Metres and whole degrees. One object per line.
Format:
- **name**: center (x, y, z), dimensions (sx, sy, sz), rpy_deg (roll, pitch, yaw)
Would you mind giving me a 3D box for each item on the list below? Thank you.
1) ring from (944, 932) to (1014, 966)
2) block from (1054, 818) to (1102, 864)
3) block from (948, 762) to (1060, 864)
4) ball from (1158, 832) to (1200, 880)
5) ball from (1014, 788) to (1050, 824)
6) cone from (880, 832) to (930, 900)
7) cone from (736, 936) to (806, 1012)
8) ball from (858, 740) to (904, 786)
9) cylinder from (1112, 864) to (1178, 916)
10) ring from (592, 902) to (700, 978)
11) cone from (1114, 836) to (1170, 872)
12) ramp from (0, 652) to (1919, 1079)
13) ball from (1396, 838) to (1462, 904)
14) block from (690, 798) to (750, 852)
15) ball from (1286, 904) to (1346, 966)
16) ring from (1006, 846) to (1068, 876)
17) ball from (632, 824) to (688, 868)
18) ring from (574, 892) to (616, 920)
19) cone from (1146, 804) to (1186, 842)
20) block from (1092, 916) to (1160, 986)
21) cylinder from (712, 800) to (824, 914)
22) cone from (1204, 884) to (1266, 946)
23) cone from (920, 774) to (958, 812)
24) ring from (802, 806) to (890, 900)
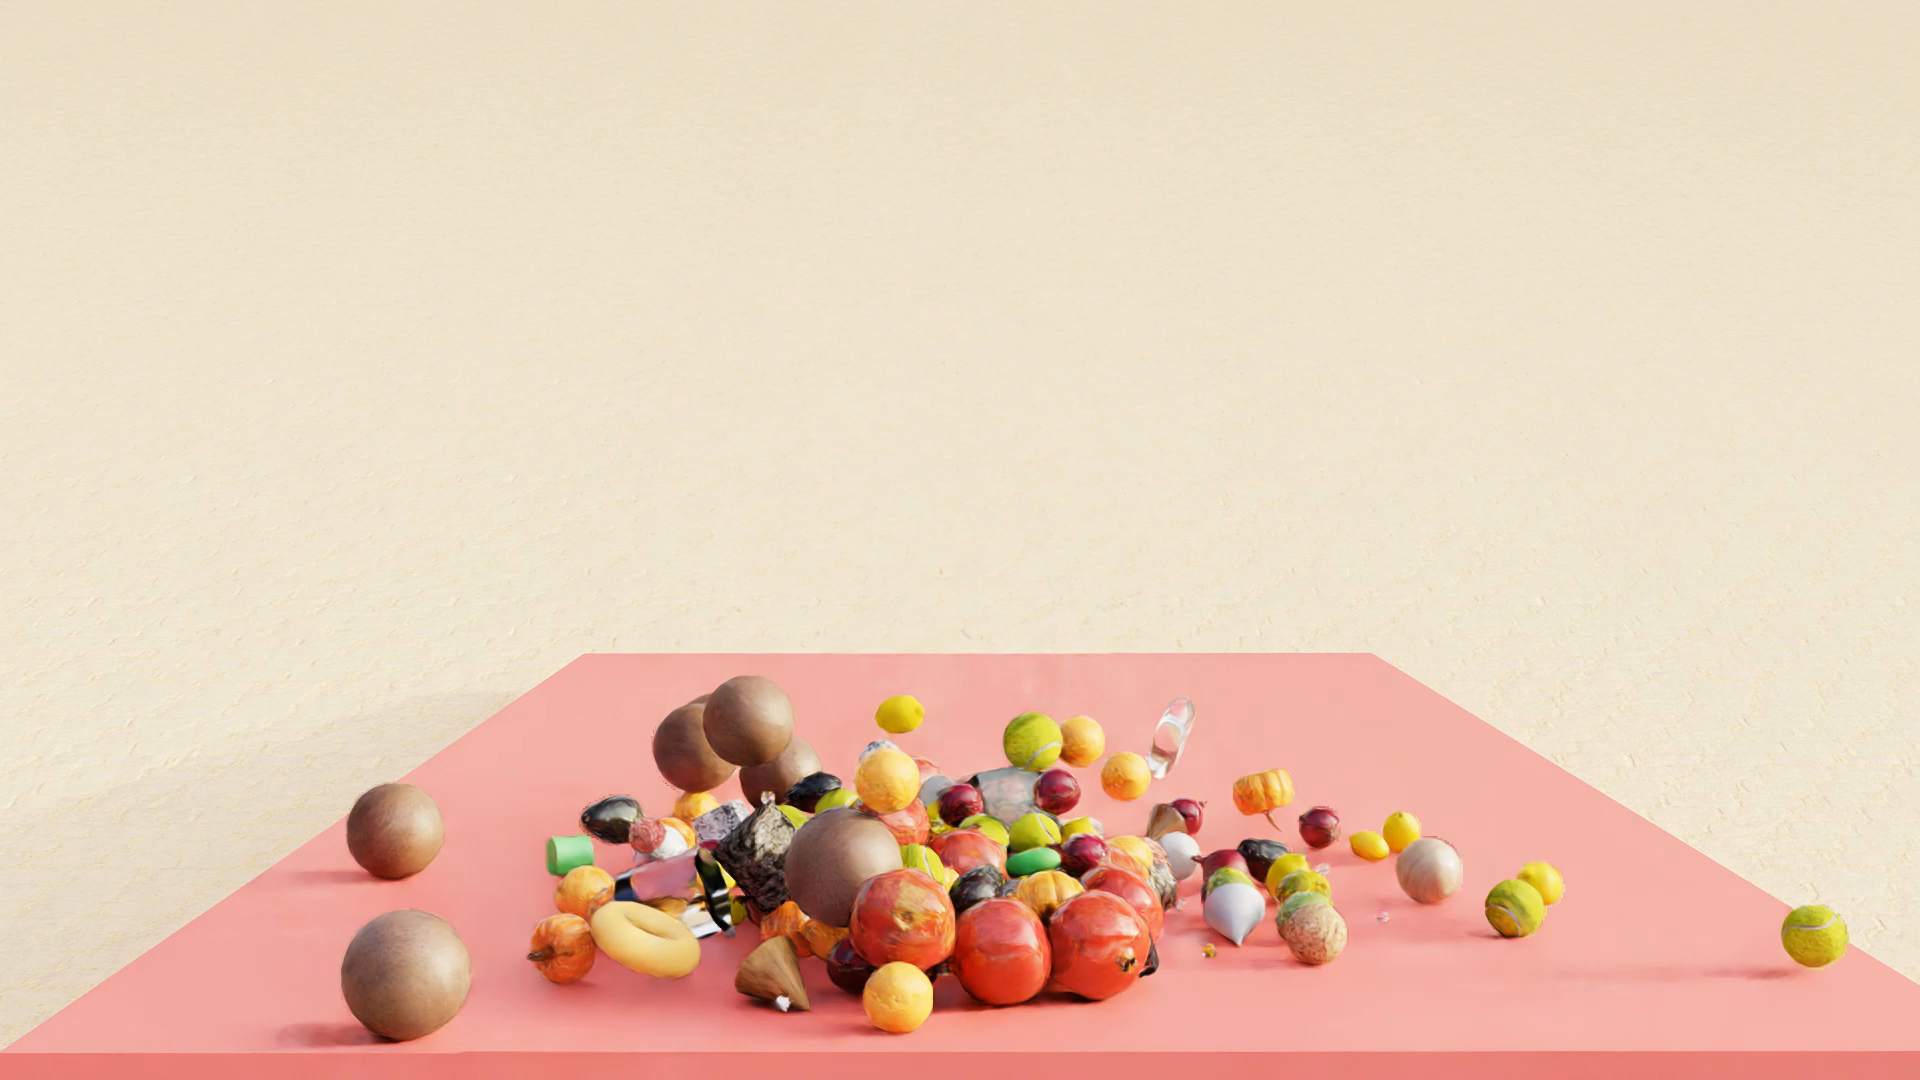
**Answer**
- **ring**: center (0.022, 0.469, 2.948), dimensions (0.079, 0.026, 0.079), rpy_deg (-1, 3, 0)
- **block**: center (0.165, 0.420, 3.582), dimensions (0.055, 0.055, 0.055), rpy_deg (-1, 3, -12)
- **block**: center (0.061, 0.377, 3.555), dimensions (0.099, 0.099, 0.099), rpy_deg (-8, -21, -29)
- **ball**: center (0.289, 0.423, 3.434), dimensions (0.065, 0.065, 0.065), rpy_deg (0, 21, 0)
- **ball**: center (0.109, 0.403, 3.888), dimensions (0.055, 0.055, 0.055), rpy_deg (0, 21, 0)
- **cone**: center (-0.084, 0.441, 3.339), dimensions (0.089, 0.089, 0.089), rpy_deg (0, 30, 1)
- **cone**: center (-0.182, 0.474, 2.716), dimensions (0.079, 0.079, 0.079), rpy_deg (-16, 52, -36)
- **ball**: center (-0.110, 0.313, 3.606), dimensions (0.065, 0.065, 0.065), rpy_deg (0, 21, 0)
- **cylinder**: center (0.231, 0.438, 3.210), dimensions (0.059, 0.059, 0.059), rpy_deg (-2, 18, -39)
- **ring**: center (-0.341, 0.433, 2.787), dimensions (0.126, 0.042, 0.126), rpy_deg (24, 8, -4)
- **cone**: center (0.230, 0.440, 3.398), dimensions (0.076, 0.076, 0.076), rpy_deg (-7, -22, -16)
- **ramp**: center (0.049, 0.446, 4.532), dimensions (2.000, 0.100, 4.000), rpy_deg (0, 3, 0)
- **ball**: center (0.597, 0.421, 3.272), dimensions (0.083, 0.083, 0.083), rpy_deg (0, 21, 0)
- **block**: center (-0.323, 0.402, 3.552), dimensions (0.064, 0.064, 0.064), rpy_deg (-29, -8, 6)
- **ball**: center (0.405, 0.448, 2.923), dimensions (0.069, 0.069, 0.069), rpy_deg (0, 21, 0)
- **ring**: center (0.092, 0.382, 3.057), dimensions (0.077, 0.026, 0.077), rpy_deg (-13, -4, -1)
- **ball**: center (-0.388, 0.406, 3.330), dimensions (0.072, 0.072, 0.072), rpy_deg (0, 21, 0)
- **ring**: center (-0.439, 0.455, 3.196), dimensions (0.081, 0.027, 0.081), rpy_deg (-1, 2, 0)
- **cone**: center (0.283, 0.423, 3.704), dimensions (0.064, 0.064, 0.064), rpy_deg (15, 34, 34)
- **block**: center (0.183, 0.452, 2.831), dimensions (0.055, 0.055, 0.055), rpy_deg (-18, 0, 10)
- **cylinder**: center (-0.219, 0.362, 2.932), dimensions (0.092, 0.092, 0.092), rpy_deg (-41, 4, 3)
- **cone**: center (0.327, 0.458, 3.039), dimensions (0.074, 0.074, 0.074), rpy_deg (0, 28, 1)
- **cone**: center (-0.032, 0.355, 3.645), dimensions (0.054, 0.054, 0.054), rpy_deg (-2, 6, -4)
- **ring**: center (-0.148, 0.398, 3.274), dimensions (0.122, 0.122, 0.041), rpy_deg (6, 0, 15)
